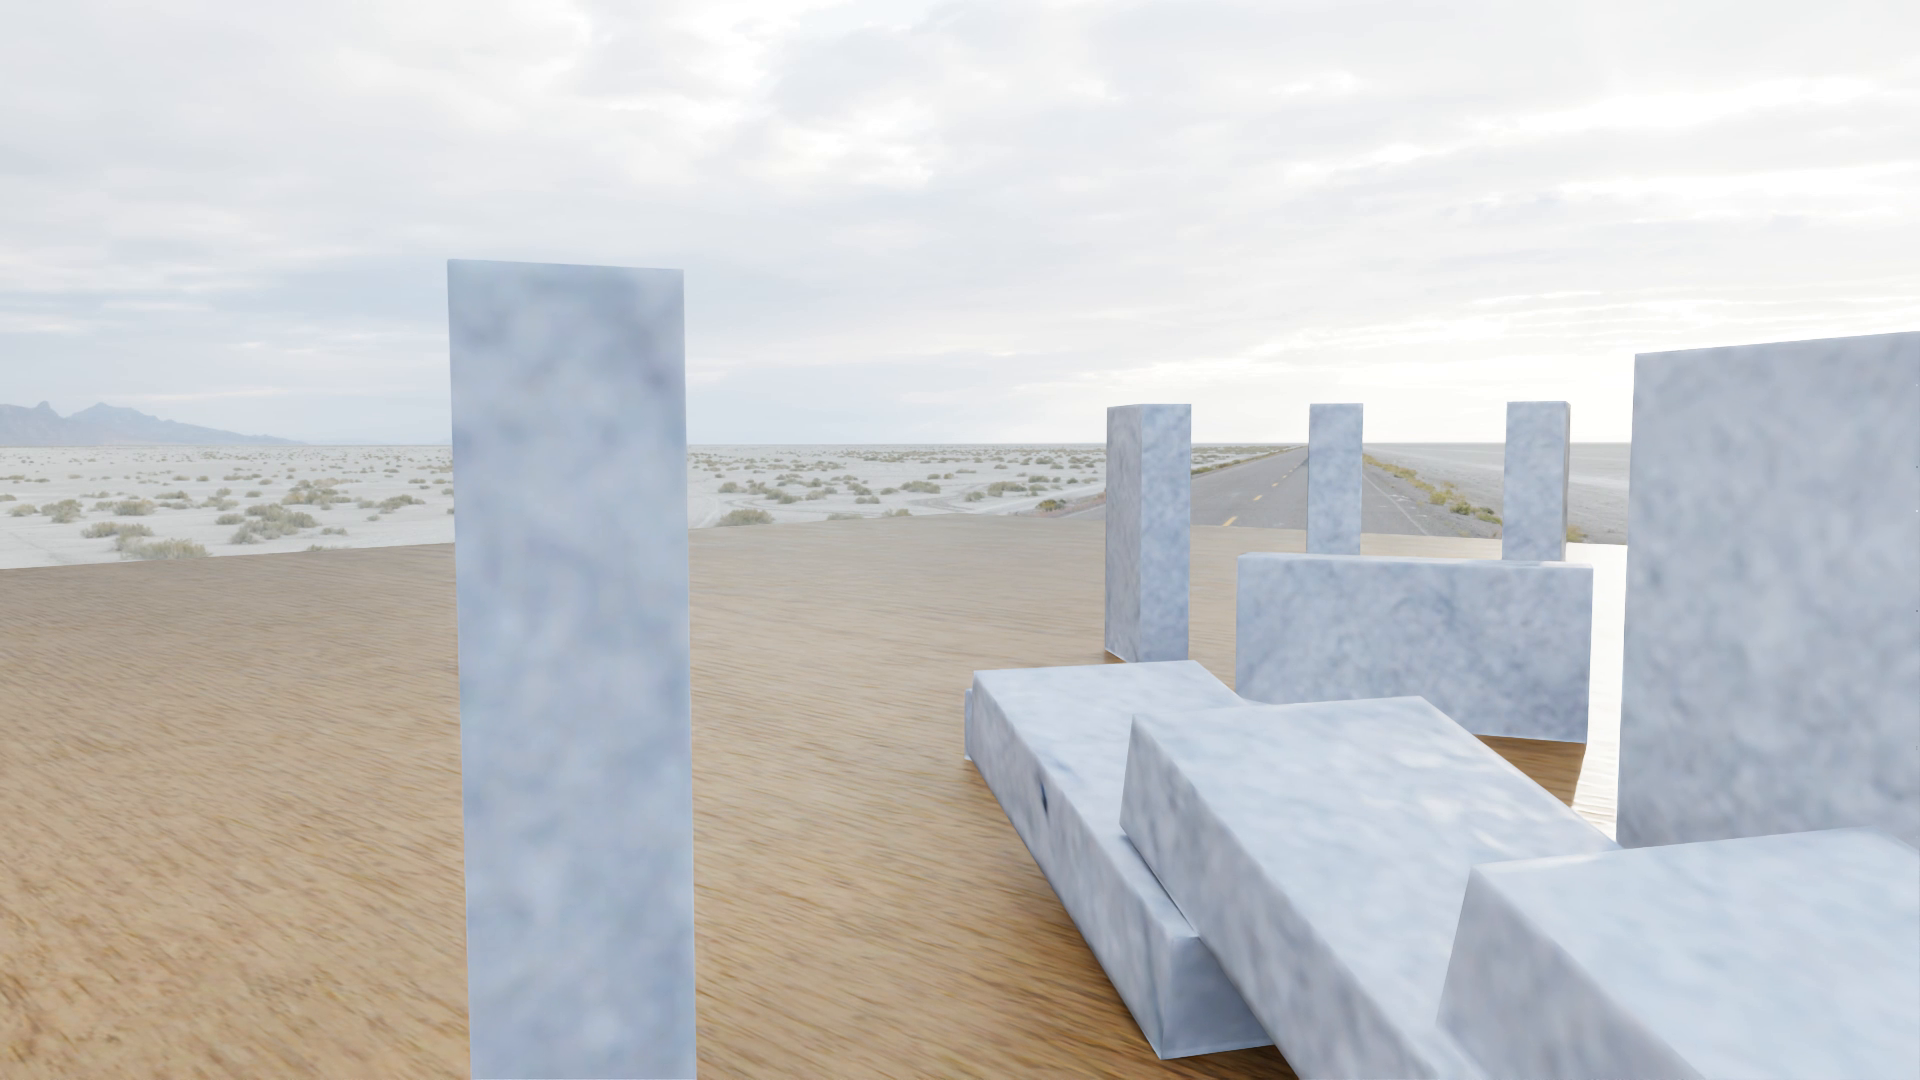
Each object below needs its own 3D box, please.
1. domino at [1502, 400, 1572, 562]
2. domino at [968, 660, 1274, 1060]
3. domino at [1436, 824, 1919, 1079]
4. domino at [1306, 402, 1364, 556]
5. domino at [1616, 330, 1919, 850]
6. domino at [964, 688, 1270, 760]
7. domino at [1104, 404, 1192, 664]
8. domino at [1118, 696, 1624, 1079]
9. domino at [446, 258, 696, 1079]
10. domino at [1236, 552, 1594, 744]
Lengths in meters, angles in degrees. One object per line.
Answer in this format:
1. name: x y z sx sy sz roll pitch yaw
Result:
1. domino: 0.106 0.000 0.237 0.010 0.050 0.025 2 5 27
2. domino: 0.020 0.024 0.114 0.025 0.009 0.050 -1 16 -15
3. domino: 0.043 0.028 0.044 0.025 0.009 0.050 -1 20 -15
4. domino: 0.073 -0.001 0.250 0.010 0.050 0.025 1 4 15
5. domino: 0.065 0.010 0.098 0.009 0.050 0.025 -2 5 -19
6. domino: 0.026 0.026 0.161 0.025 0.010 0.050 -3 5 -37
7. domino: 0.037 -0.001 0.253 0.009 0.050 0.025 -1 4 -9
8. domino: 0.031 0.026 0.079 0.025 0.010 0.050 -1 20 -16
9. domino: -0.021 0.013 0.067 0.010 0.050 0.025 -2 5 -20
10. domino: 0.068 0.015 0.196 0.050 0.025 0.009 2 5 23
